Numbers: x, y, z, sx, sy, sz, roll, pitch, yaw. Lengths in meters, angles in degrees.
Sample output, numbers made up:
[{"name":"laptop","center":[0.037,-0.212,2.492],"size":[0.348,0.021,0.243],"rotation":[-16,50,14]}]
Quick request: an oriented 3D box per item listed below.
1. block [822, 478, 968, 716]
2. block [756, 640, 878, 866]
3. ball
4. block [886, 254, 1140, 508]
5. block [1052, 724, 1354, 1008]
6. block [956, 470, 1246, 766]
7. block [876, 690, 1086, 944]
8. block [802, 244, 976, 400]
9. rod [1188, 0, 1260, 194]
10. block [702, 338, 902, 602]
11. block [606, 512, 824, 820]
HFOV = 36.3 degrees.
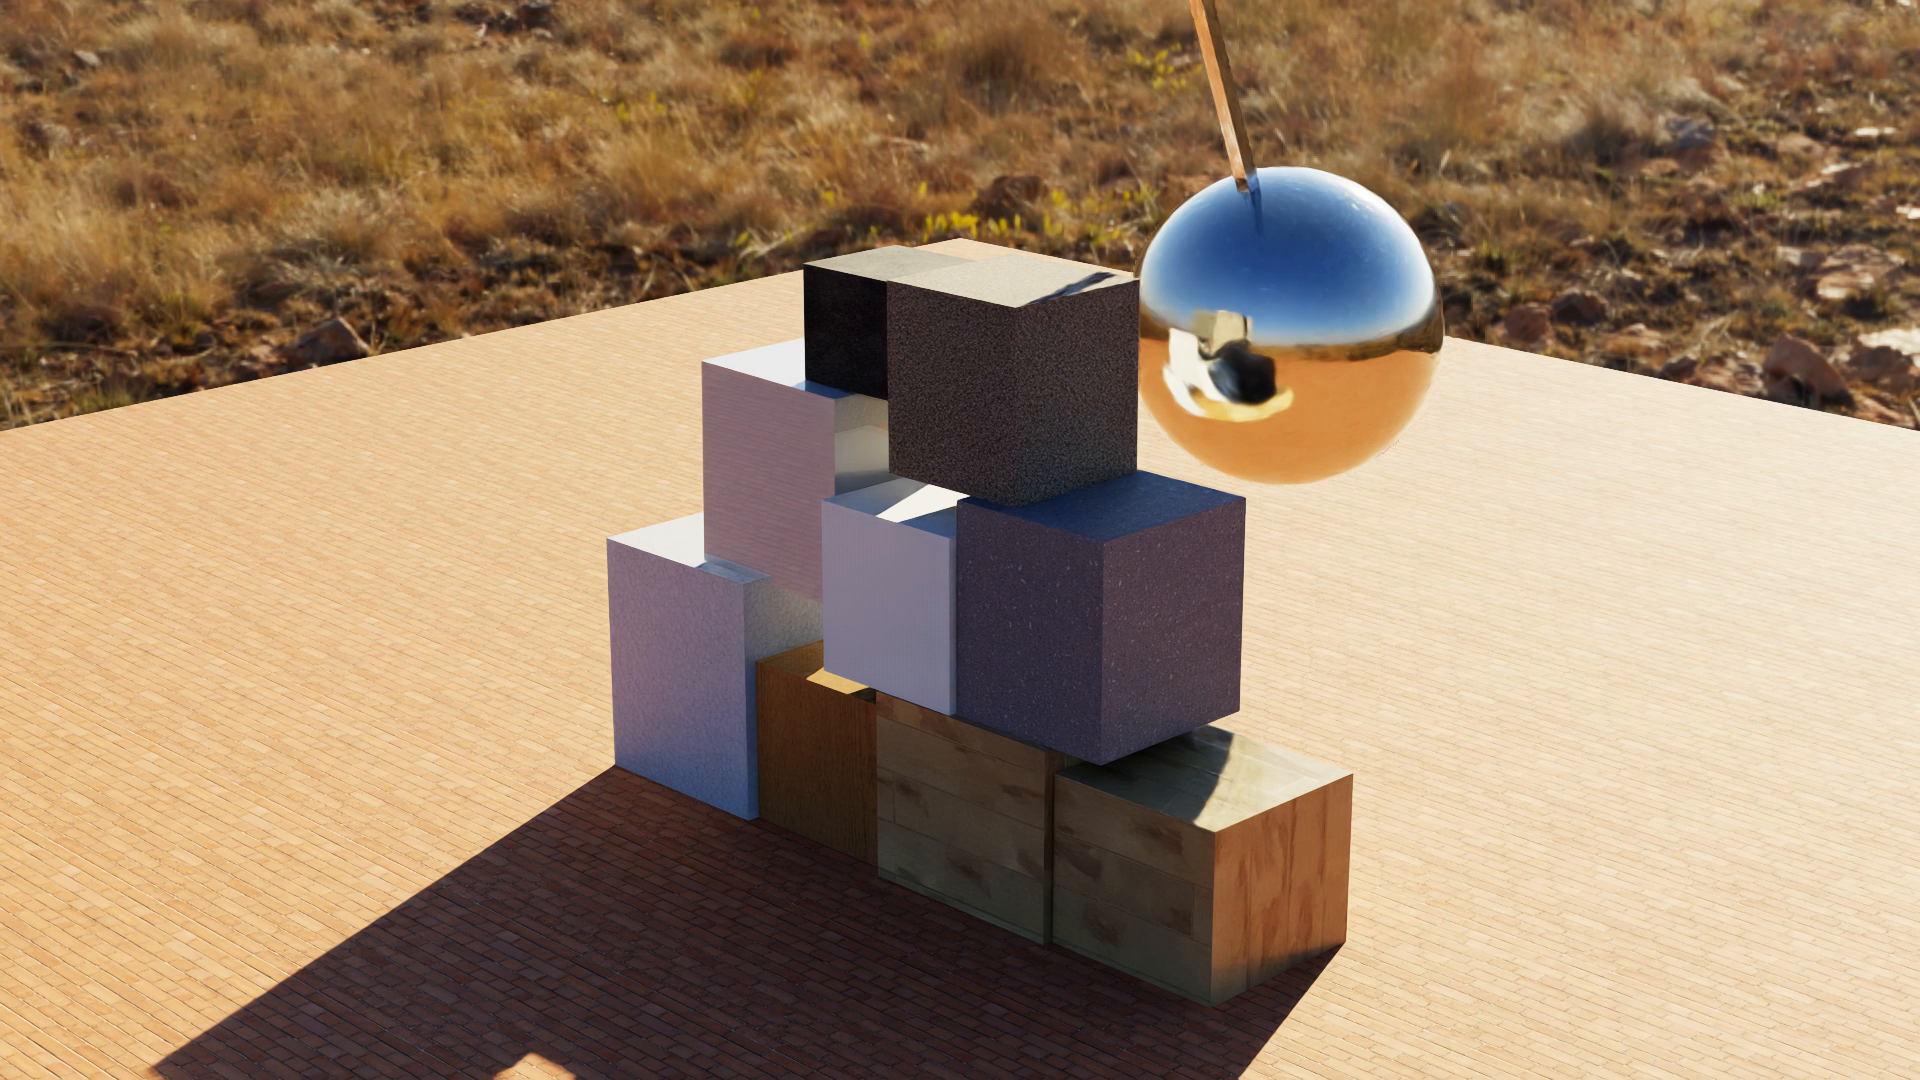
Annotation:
[{"name":"block","center":[0.008,0.193,13.364],"size":[0.972,0.817,0.816],"rotation":[-17,24,-42]},{"name":"block","center":[-0.335,0.952,13.980],"size":[0.898,0.801,0.886],"rotation":[-17,24,-42]},{"name":"ball","center":[1.623,-1.070,14.706],"size":[1.600,1.600,1.600],"rotation":[0,17,0]},{"name":"block","center":[0.234,-0.716,12.879],"size":[0.781,0.873,0.777],"rotation":[-17,24,-42]},{"name":"block","center":[1.043,1.373,12.657],"size":[0.913,0.790,0.900],"rotation":[-17,24,-42]},{"name":"block","center":[0.610,0.292,12.771],"size":[0.911,0.985,0.856],"rotation":[-17,24,-42]},{"name":"block","center":[0.348,1.113,13.301],"size":[1.006,0.901,1.043],"rotation":[-17,24,-42]},{"name":"block","center":[-0.275,-0.986,13.315],"size":[0.584,0.542,0.645],"rotation":[-17,24,-42]},{"name":"rod","center":[0.703,-3.791,12.887],"size":[0.080,5.200,0.080],"rotation":[17,46,42]},{"name":"block","center":[-0.582,-0.358,13.860],"size":[0.878,0.987,0.919],"rotation":[-17,25,-42]},{"name":"block","center":[-1.008,0.557,14.579],"size":[1.040,1.195,1.022],"rotation":[-17,24,-42]}]
